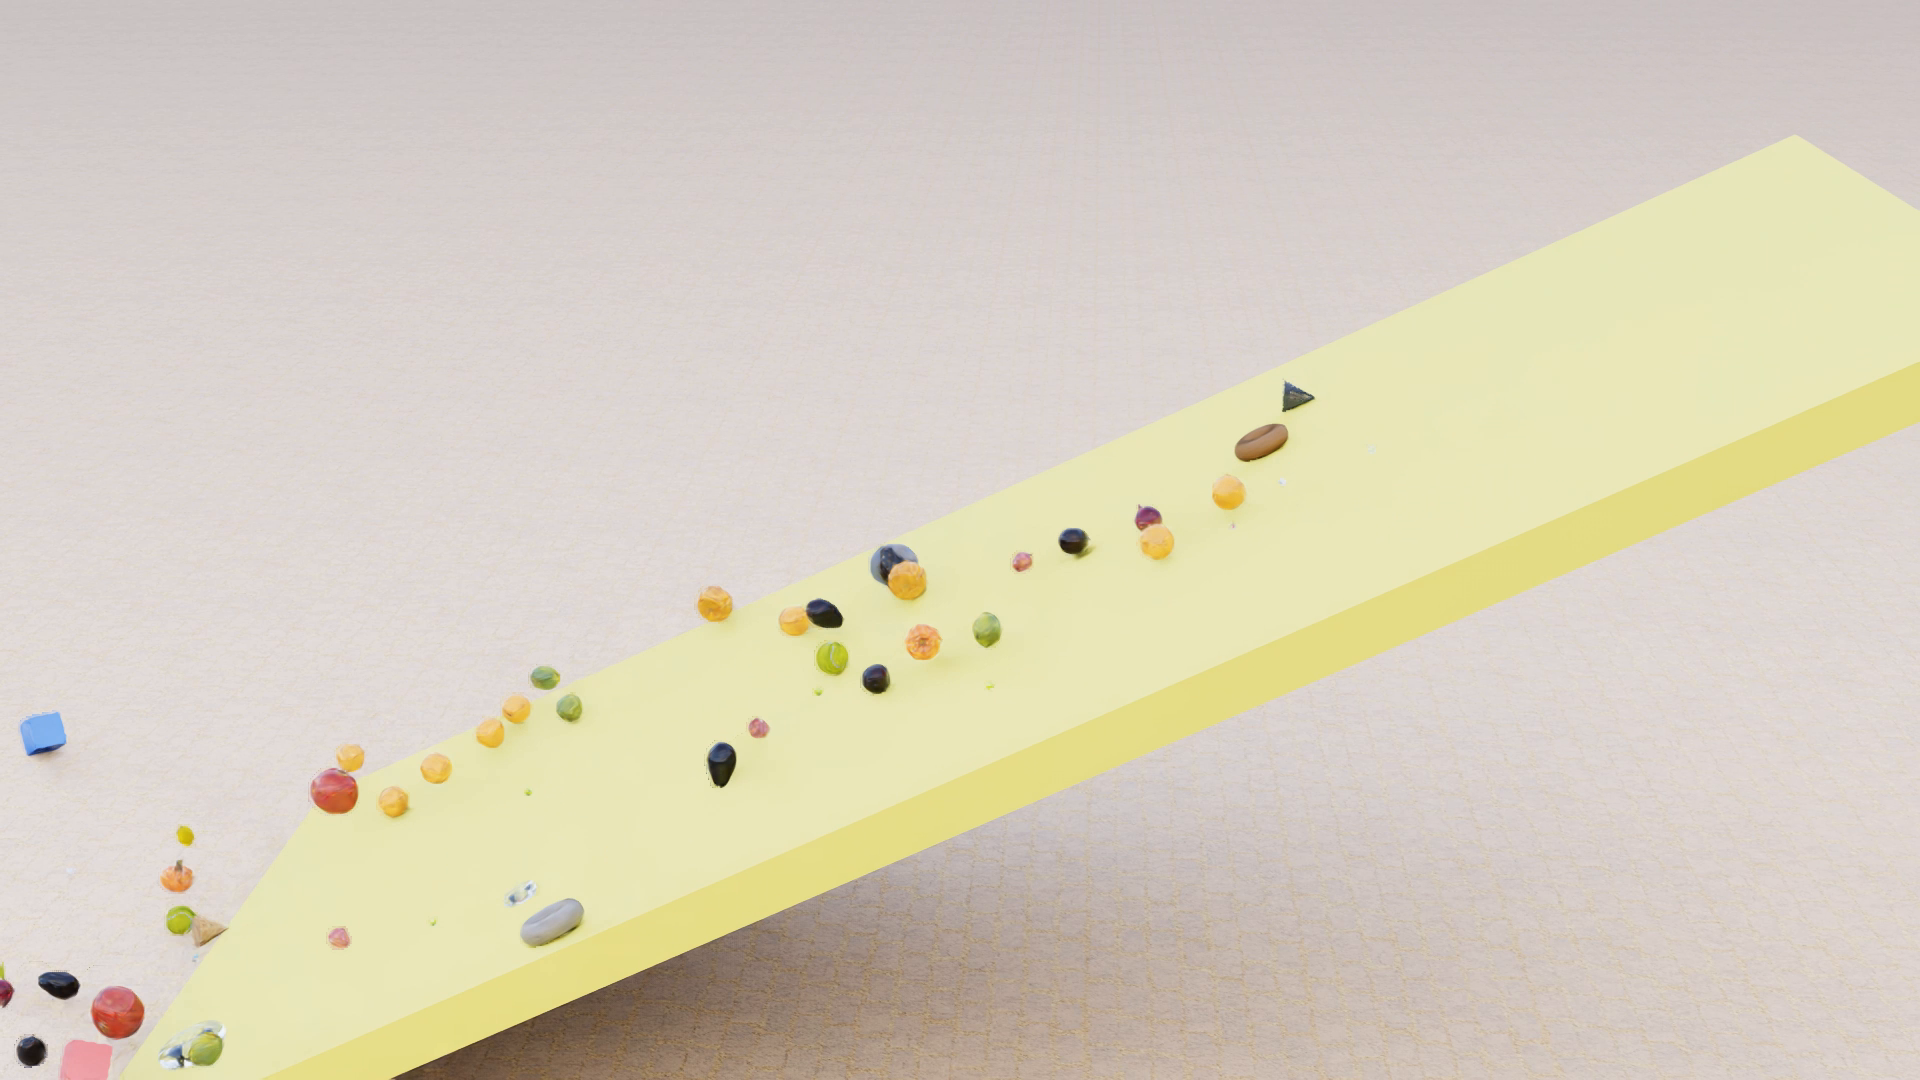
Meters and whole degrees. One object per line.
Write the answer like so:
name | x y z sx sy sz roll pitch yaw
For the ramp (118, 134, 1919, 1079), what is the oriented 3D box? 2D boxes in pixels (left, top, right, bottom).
ramp | 0.136 0.169 6.282 4.000 0.100 2.000 -24 13 9

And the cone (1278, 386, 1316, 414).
cone | 0.772 -0.325 6.679 0.076 0.076 0.076 -16 9 23

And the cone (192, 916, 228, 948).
cone | -1.702 0.888 6.702 0.075 0.075 0.075 -3 15 -31

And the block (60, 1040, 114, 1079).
block | -1.769 1.062 5.951 0.080 0.080 0.080 15 -25 -24

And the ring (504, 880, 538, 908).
ring | -0.876 0.706 5.859 0.076 0.025 0.076 -28 11 6

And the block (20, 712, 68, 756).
block | -2.523 0.534 8.096 0.088 0.088 0.088 -12 -9 -37

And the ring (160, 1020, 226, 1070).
ring | -1.537 1.011 5.888 0.143 0.048 0.143 -24 12 6

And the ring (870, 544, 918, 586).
ring | -0.152 0.058 6.773 0.114 0.114 0.038 -1 35 -5

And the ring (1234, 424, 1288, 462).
ring | 0.660 -0.214 6.449 0.128 0.043 0.128 -26 13 6

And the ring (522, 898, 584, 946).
ring | -0.771 0.722 5.557 0.129 0.043 0.129 -27 10 5
